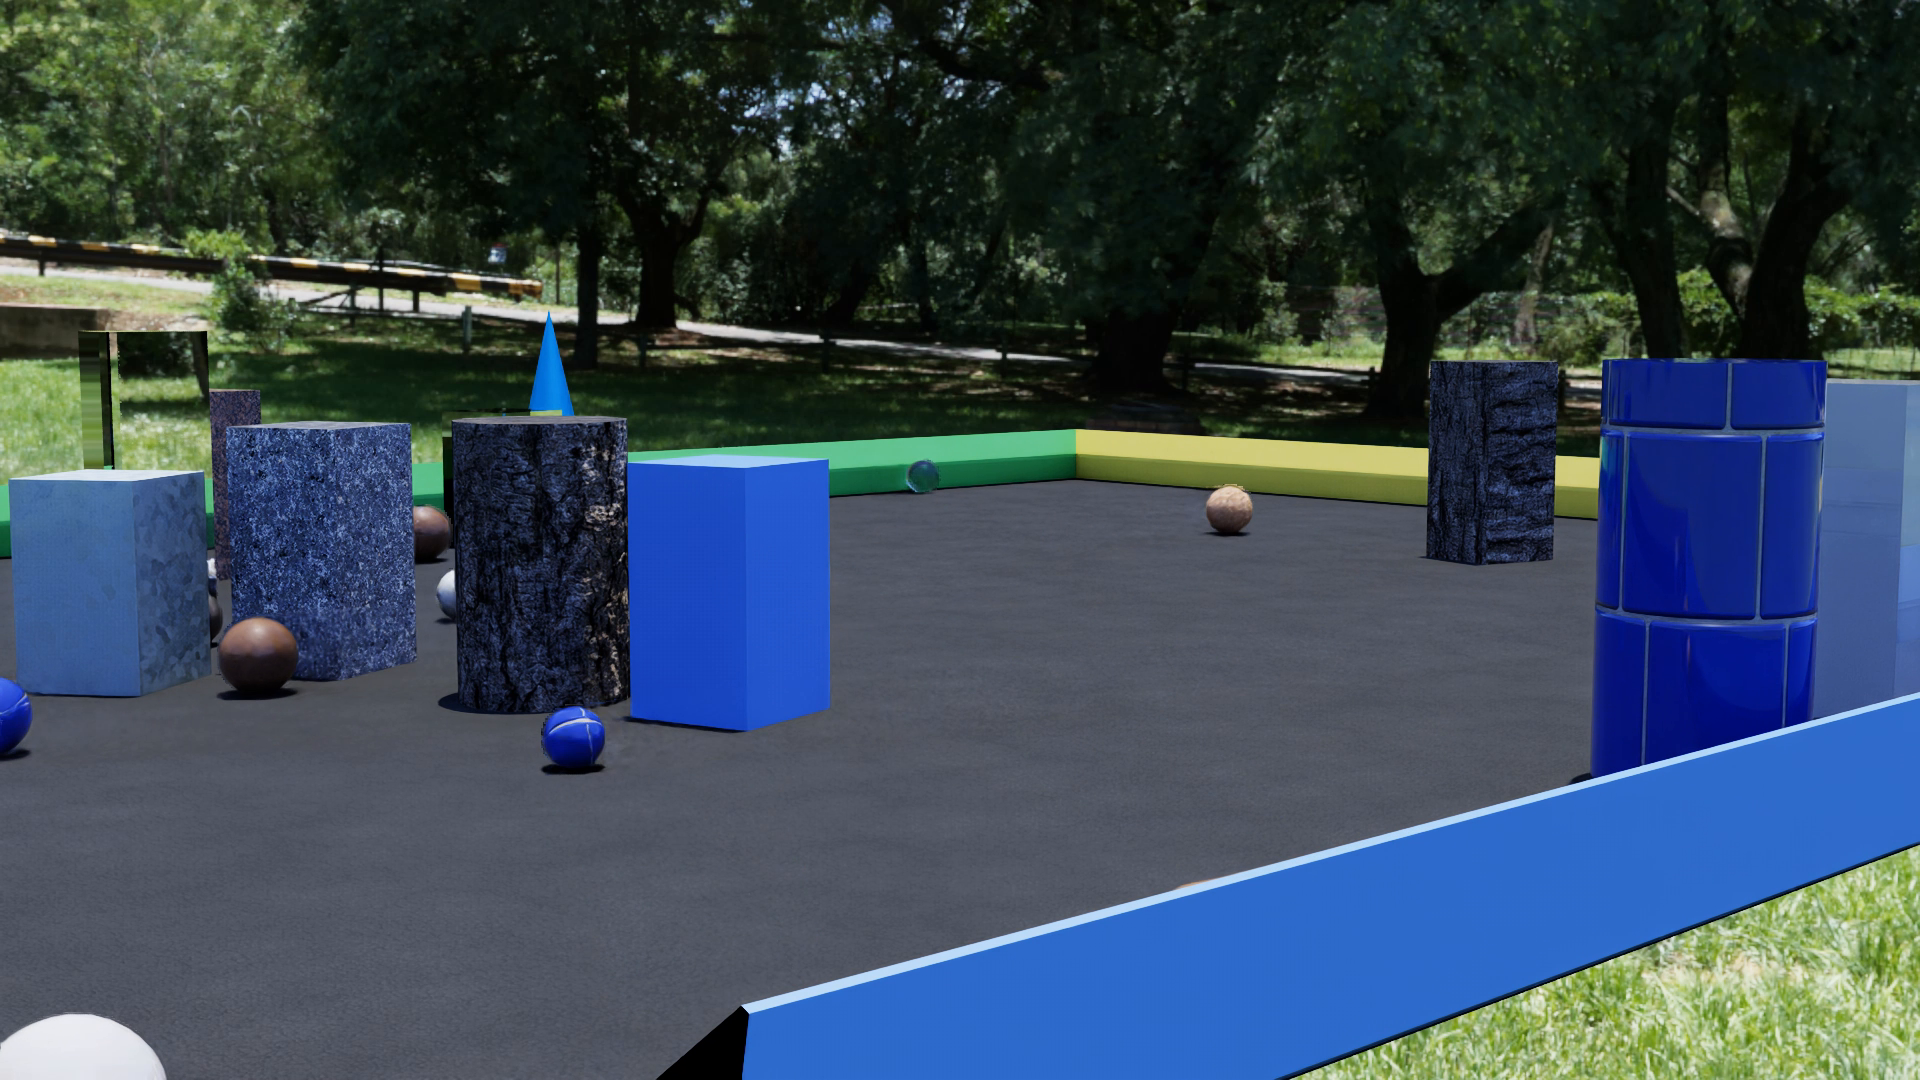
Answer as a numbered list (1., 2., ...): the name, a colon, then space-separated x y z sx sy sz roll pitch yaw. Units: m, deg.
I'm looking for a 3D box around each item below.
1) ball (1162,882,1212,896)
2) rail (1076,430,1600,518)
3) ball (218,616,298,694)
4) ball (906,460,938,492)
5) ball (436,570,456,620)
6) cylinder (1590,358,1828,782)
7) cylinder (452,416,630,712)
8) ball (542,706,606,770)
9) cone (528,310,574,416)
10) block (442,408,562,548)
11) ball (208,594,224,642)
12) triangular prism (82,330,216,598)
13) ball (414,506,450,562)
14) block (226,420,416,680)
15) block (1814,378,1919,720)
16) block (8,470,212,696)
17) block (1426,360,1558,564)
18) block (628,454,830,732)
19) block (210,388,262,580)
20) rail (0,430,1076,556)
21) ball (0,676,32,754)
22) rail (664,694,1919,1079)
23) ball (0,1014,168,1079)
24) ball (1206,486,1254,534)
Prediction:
1. ball: 0.153 0.258 1.359 0.093 0.093 0.093 0 6 0
2. rail: 1.411 -0.102 4.627 0.045 0.128 3.307 -5 8 -42
3. ball: -0.816 0.134 2.557 0.090 0.090 0.090 0 6 0
4. ball: -0.093 -0.155 5.377 0.079 0.079 0.079 0 6 0
5. ball: -0.715 0.078 3.164 0.075 0.075 0.075 0 6 0
6. cylinder: 0.694 0.033 2.046 0.197 0.398 0.197 0 6 0
7. cylinder: -0.479 0.022 2.524 0.197 0.320 0.197 0 6 0
8. ball: -0.376 0.193 2.141 0.061 0.061 0.061 0 6 0
9. cone: -0.821 -0.239 4.416 0.197 0.446 0.197 0 6 0
10. block: -0.863 -0.117 4.161 0.157 0.256 0.157 4 7 30
11. ball: -1.017 0.104 2.921 0.075 0.075 0.075 0 6 0
12. triangular prism: -1.081 -0.072 2.957 0.148 0.417 0.170 -3 7 -30
13. ball: -0.957 -0.012 3.914 0.098 0.098 0.098 0 6 0
14. block: -0.793 0.008 2.740 0.157 0.303 0.157 2 6 20
15. block: 0.999 0.008 2.441 0.157 0.366 0.157 -6 8 -43
16. block: -1.009 0.047 2.619 0.157 0.250 0.157 1 6 11
17. block: 0.954 -0.144 3.948 0.157 0.354 0.157 -3 7 -29
18. block: -0.253 0.052 2.425 0.157 0.280 0.157 3 7 30
19. block: -1.280 -0.094 3.674 0.157 0.311 0.157 4 7 32
20. rail: -1.105 -0.091 4.523 3.888 0.128 0.045 -5 8 -42
21. ball: -0.973 0.176 2.203 0.080 0.080 0.080 0 6 0
22. rail: 1.105 0.158 2.141 3.888 0.128 0.045 -5 8 -42
23. ball: -0.444 0.284 1.095 0.095 0.095 0.095 0 6 0
24. ball: 0.538 -0.060 4.393 0.094 0.094 0.094 0 6 0
